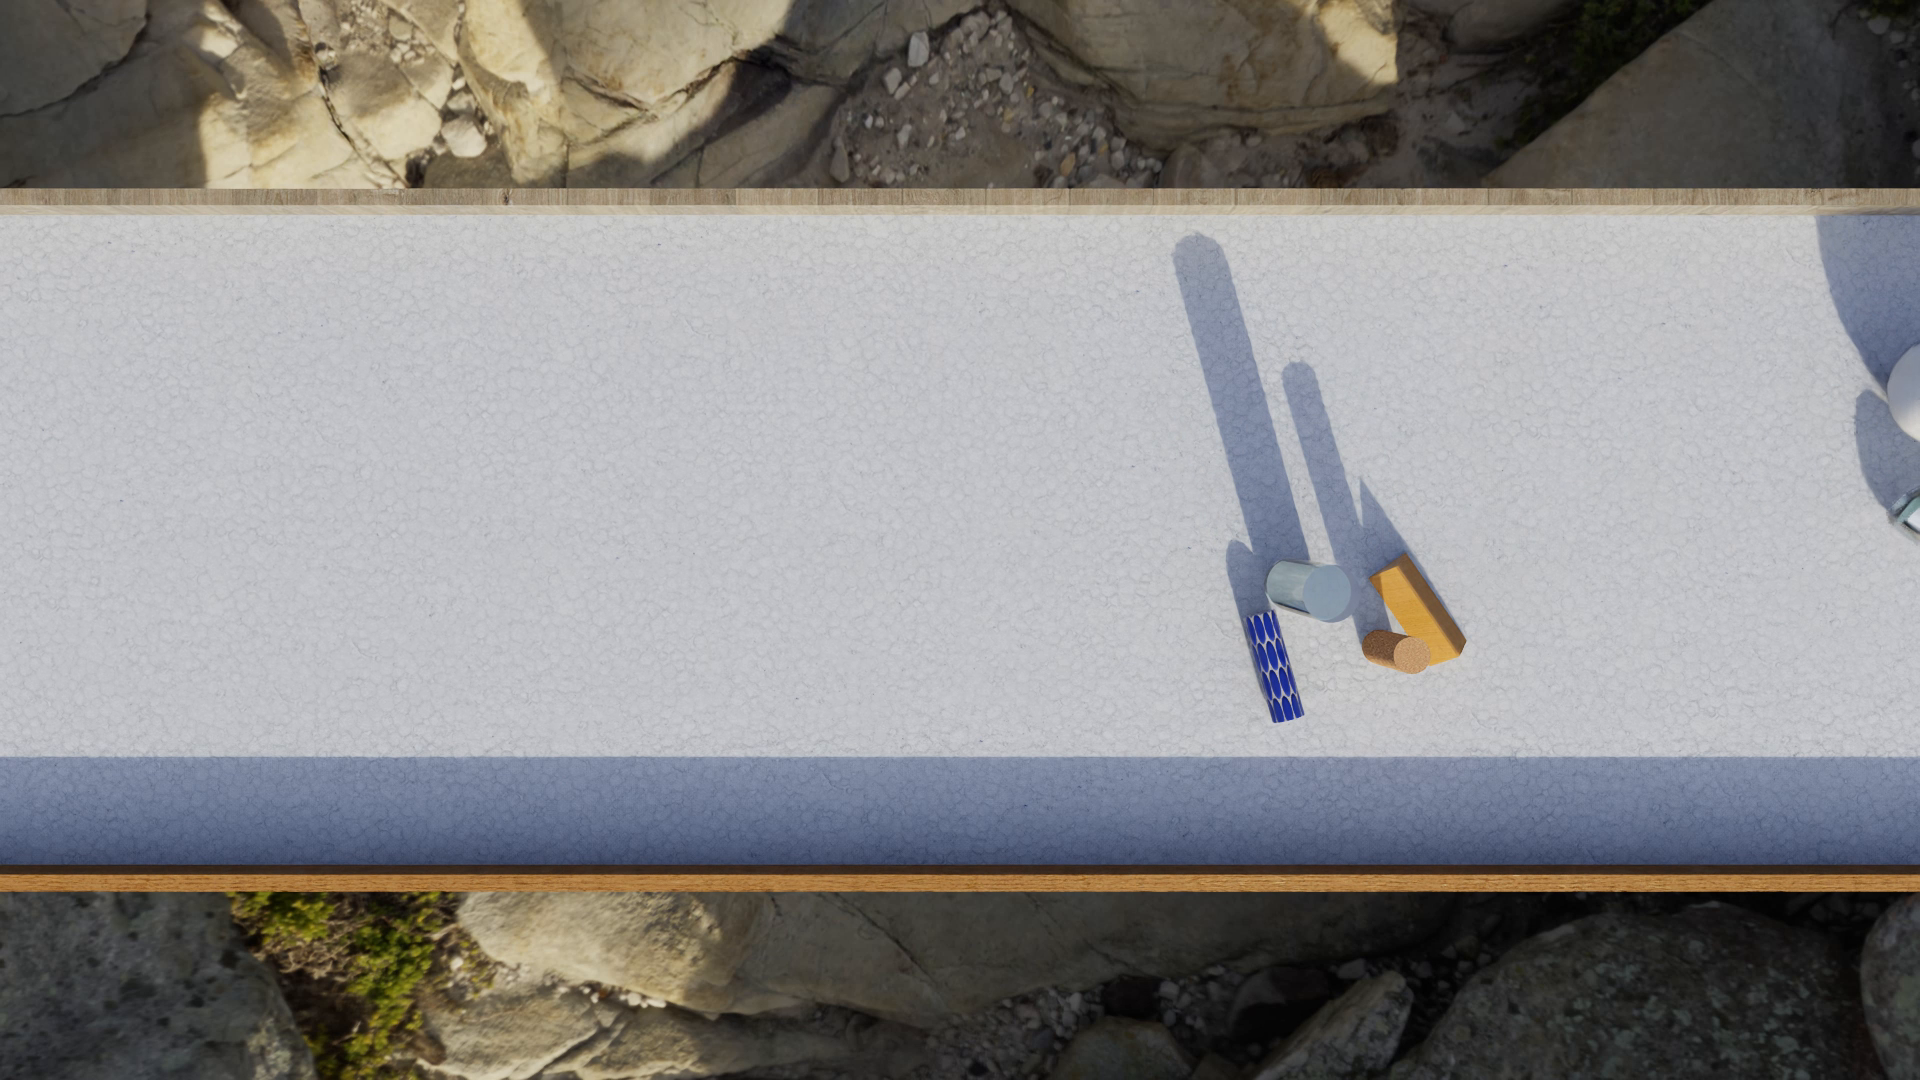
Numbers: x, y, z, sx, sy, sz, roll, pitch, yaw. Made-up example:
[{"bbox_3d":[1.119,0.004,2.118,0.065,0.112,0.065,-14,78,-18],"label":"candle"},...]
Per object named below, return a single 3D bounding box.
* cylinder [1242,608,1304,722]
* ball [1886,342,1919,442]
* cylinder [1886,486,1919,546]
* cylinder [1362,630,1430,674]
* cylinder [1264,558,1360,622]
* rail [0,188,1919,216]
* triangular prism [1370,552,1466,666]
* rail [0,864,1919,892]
[{"bbox_3d":[0.956,0.383,5.026,0.101,0.101,0.333,-16,90,0],"label":"cylinder"},{"bbox_3d":[2.956,-0.444,4.901,0.352,0.352,0.352,0,90,0],"label":"ball"},{"bbox_3d":[3.050,0.029,4.999,0.449,0.154,0.154,38,90,0],"label":"cylinder"},{"bbox_3d":[1.290,0.329,4.891,0.106,0.370,0.106,0,90,0],"label":"cylinder"},{"bbox_3d":[1.029,0.144,4.849,0.164,0.445,0.164,0,92,-3],"label":"cylinder"},{"bbox_3d":[-2.247,-1.025,5.002,12.000,0.150,0.050,0,90,0],"label":"rail"},{"bbox_3d":[1.406,0.214,5.014,0.137,0.118,0.330,-35,90,0],"label":"triangular prism"},{"bbox_3d":[-2.247,1.025,5.001,12.000,0.150,0.050,0,90,0],"label":"rail"}]
